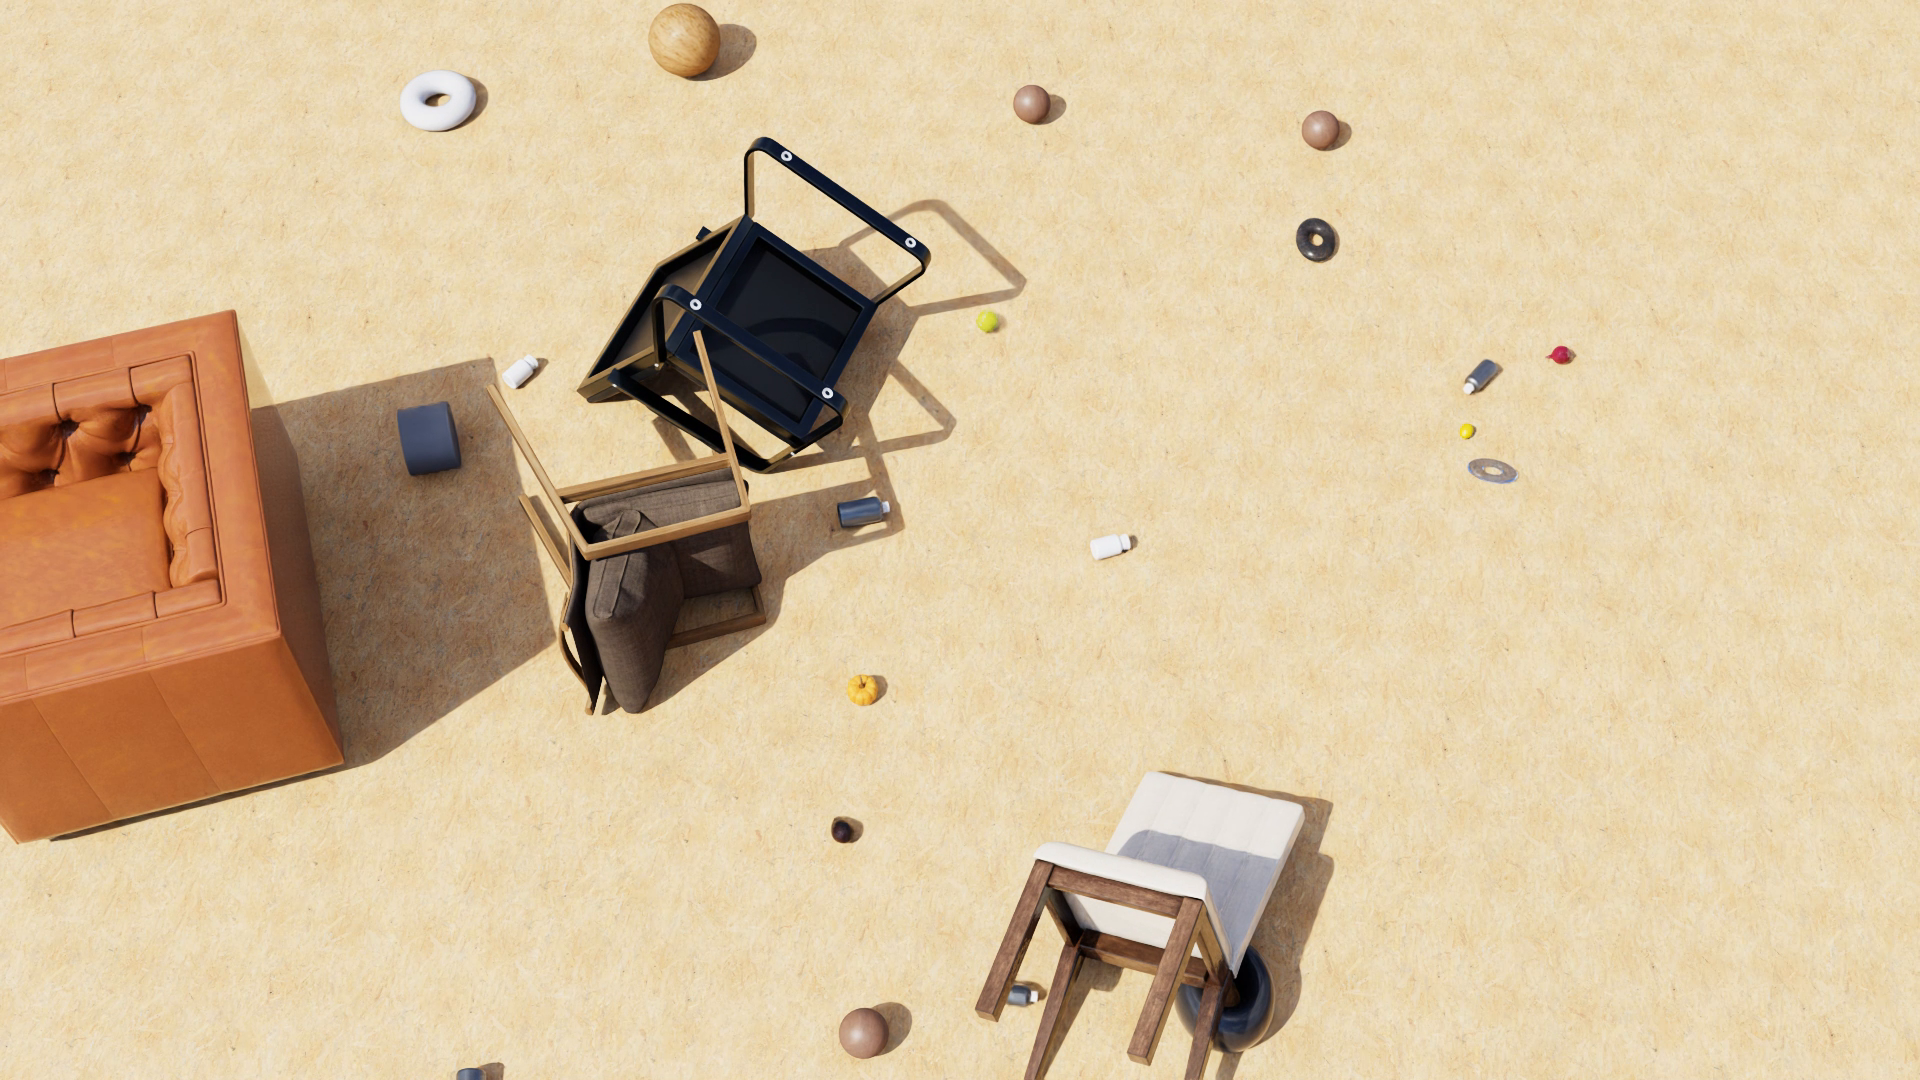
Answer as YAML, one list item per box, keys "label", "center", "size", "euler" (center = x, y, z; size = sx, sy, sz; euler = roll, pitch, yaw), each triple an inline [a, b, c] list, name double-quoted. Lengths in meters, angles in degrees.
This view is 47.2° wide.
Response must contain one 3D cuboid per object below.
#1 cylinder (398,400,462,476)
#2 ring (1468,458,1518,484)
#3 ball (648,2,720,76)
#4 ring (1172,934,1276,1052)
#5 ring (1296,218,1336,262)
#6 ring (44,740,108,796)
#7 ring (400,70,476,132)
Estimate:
- label: "cylinder"
  center: [-1.608, -0.310, 6.663]
  size: [0.149, 0.197, 0.205]
  euler: [-11, 57, -7]
- label: "ring"
  center: [1.622, -0.211, 6.701]
  size: [0.156, 0.024, 0.088]
  euler: [13, 56, 9]
- label: "ball"
  center: [-0.950, -1.724, 7.581]
  size: [0.249, 0.249, 0.249]
  euler: [0, 56, 0]
- label: "ring"
  center: [0.682, 1.171, 5.687]
  size: [0.265, 0.169, 0.311]
  euler: [-5, 54, -6]
- label: "ring"
  center: [1.166, -0.985, 7.209]
  size: [0.132, 0.044, 0.184]
  euler: [2, 55, 0]
- label: "ring"
  center: [-2.460, 0.636, 6.115]
  size: [0.176, 0.055, 0.171]
  euler: [-31, 61, -20]
- label: "ring"
  center: [-1.791, -1.508, 7.541]
  size: [0.258, 0.077, 0.265]
  euler: [32, 63, 19]
